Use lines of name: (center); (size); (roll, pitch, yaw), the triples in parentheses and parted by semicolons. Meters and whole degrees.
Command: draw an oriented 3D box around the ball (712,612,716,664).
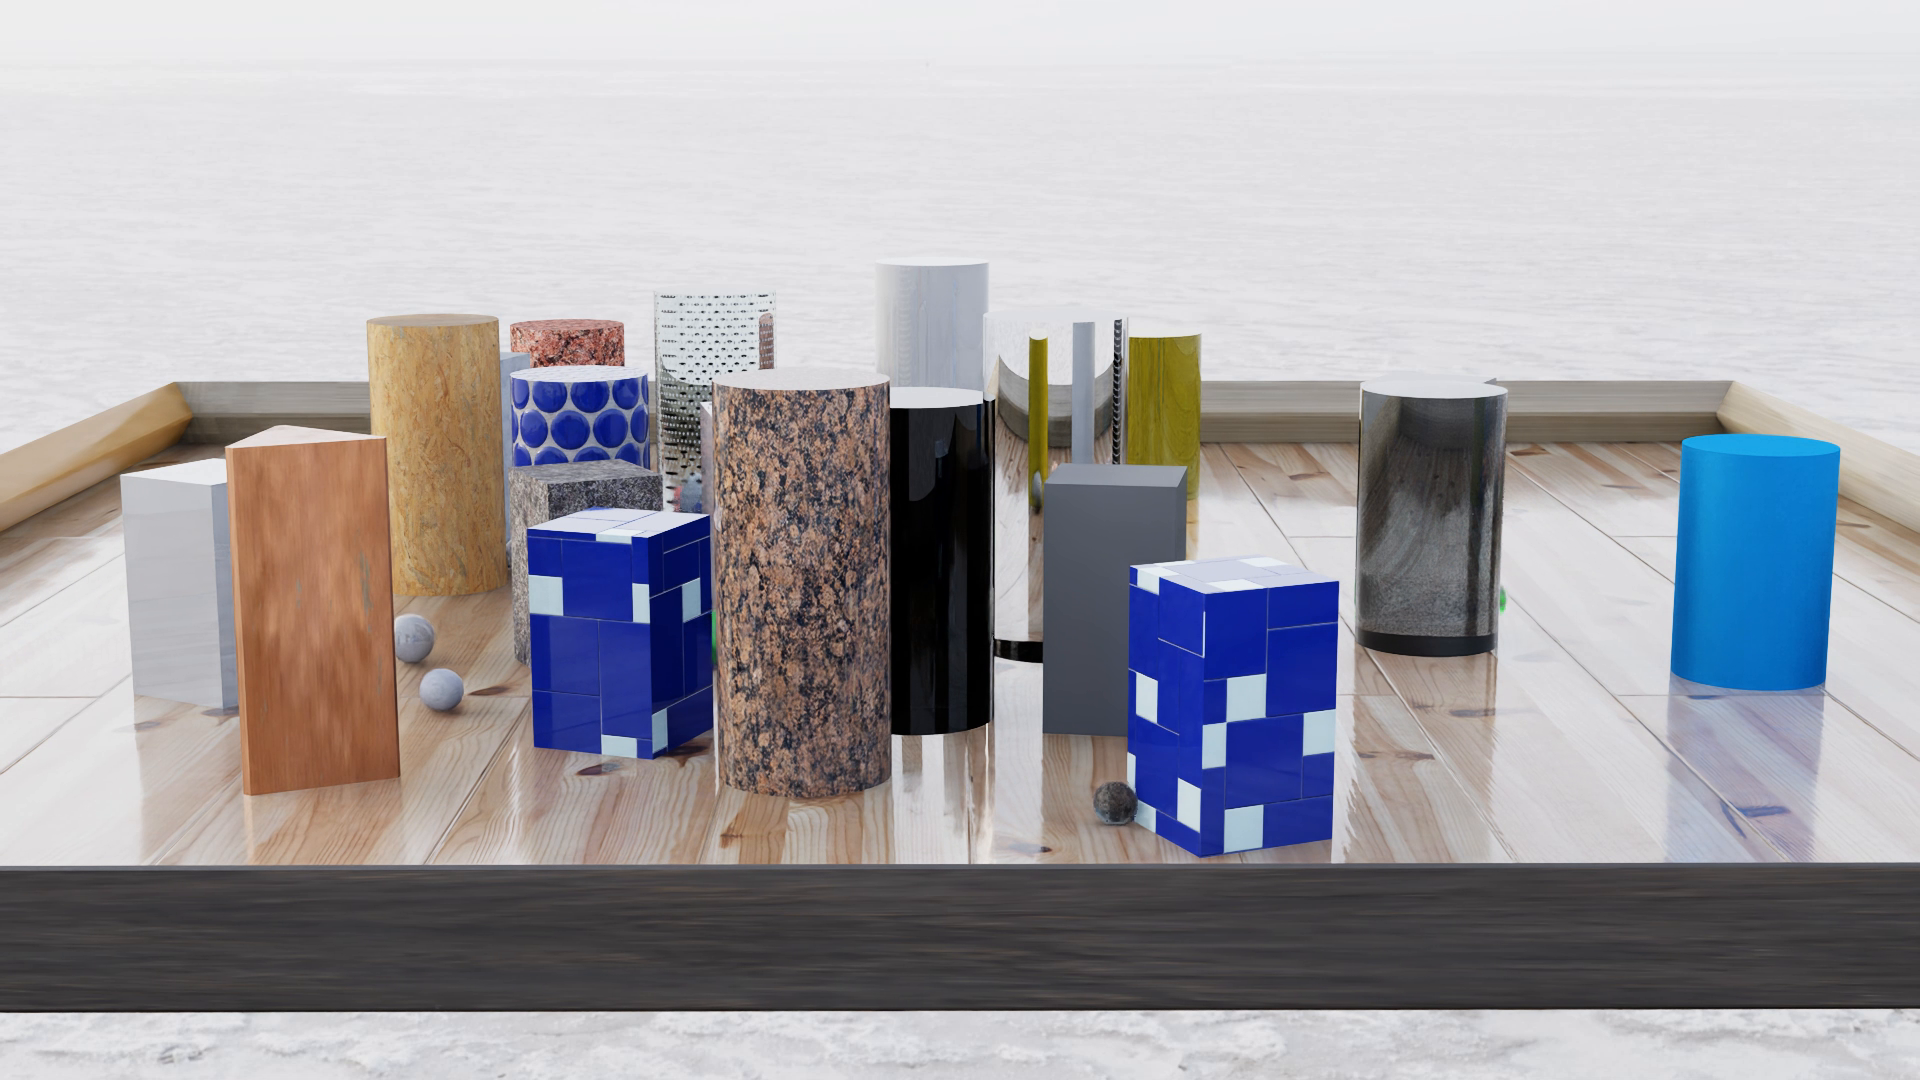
ball: (-0.314, 0.119, 3.104); (0.071, 0.071, 0.071); (0, 11, 0)

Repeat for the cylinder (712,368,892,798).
cylinder: (-0.160, 0.039, 2.612); (0.179, 0.409, 0.179); (0, 11, 0)

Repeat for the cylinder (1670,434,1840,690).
cylinder: (0.945, 0.024, 3.055); (0.179, 0.277, 0.179); (0, 11, 0)

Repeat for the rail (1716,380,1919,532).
rail: (1.471, 0.028, 3.458); (0.045, 0.116, 3.000); (0, 11, 0)

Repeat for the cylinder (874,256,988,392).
cylinder: (-0.044, -0.230, 4.030); (0.179, 0.415, 0.179); (0, 11, 0)

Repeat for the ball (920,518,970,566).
ball: (-0.021, 0.003, 3.724); (0.071, 0.071, 0.071); (0, 11, 0)

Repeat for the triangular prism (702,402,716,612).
triangular prism: (-0.292, -0.032, 3.331); (0.155, 0.283, 0.134); (-9, 14, -41)

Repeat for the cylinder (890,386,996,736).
cylinder: (-0.050, 0.020, 2.850); (0.179, 0.360, 0.179); (0, 11, 0)

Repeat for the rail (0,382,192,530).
rail: (-1.471, 0.031, 3.442); (0.045, 0.116, 3.000); (0, 11, 0)

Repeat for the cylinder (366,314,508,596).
cylinder: (-0.727, -0.121, 3.572); (0.179, 0.371, 0.179); (0, 11, 0)

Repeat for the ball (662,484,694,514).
ball: (-0.451, -0.041, 3.915); (0.086, 0.086, 0.086); (0, 11, 0)

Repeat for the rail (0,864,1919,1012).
rail: (0.009, 0.303, 1.999); (2.990, 0.116, 0.045); (0, 11, 0)

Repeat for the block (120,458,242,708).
block: (-0.862, 0.047, 2.982); (0.143, 0.257, 0.143); (6, 12, 29)

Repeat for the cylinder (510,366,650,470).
cylinder: (-0.497, -0.060, 3.381); (0.179, 0.320, 0.179); (0, 11, 0)

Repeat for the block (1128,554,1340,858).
block: (0.257, 0.154, 2.437); (0.143, 0.249, 0.143); (-5, 12, -24)

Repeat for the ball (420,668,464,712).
ball: (-0.585, 0.169, 2.896); (0.049, 0.049, 0.049); (0, 11, 0)

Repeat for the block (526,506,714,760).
block: (-0.364, 0.097, 2.767); (0.143, 0.238, 0.143); (4, 11, 21)

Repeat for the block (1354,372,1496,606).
block: (0.628, -0.066, 3.461); (0.143, 0.302, 0.143); (6, 12, 27)

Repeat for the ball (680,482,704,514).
ball: (-0.397, -0.053, 4.001); (0.077, 0.077, 0.077); (0, 11, 0)

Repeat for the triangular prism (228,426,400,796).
triangular prism: (-0.674, 0.065, 2.629); (0.155, 0.352, 0.134); (-5, 12, -26)

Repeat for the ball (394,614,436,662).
ball: (-0.670, 0.120, 3.130); (0.060, 0.060, 0.060); (0, 11, 0)

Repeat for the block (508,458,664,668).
block: (-0.451, 0.034, 3.103); (0.143, 0.238, 0.143); (-6, 12, -27)

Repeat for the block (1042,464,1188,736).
block: (0.172, 0.064, 2.837); (0.143, 0.277, 0.143); (2, 11, 9)

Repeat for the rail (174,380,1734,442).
rail: (-0.009, -0.243, 4.901); (2.990, 0.116, 0.045); (0, 11, 0)

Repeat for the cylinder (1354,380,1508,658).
cylinder: (0.590, -0.030, 3.219); (0.179, 0.321, 0.179); (0, 11, 0)

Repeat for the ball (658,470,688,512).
ball: (-0.469, -0.069, 4.072); (0.082, 0.082, 0.082); (0, 11, 0)

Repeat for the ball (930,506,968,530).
ball: (-0.017, -0.024, 3.902); (0.058, 0.058, 0.058); (0, 11, 0)

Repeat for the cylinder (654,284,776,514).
cylinder: (-0.358, -0.173, 3.781); (0.179, 0.394, 0.179); (0, 11, 0)

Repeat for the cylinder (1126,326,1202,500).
cylinder: (0.315, -0.212, 4.310); (0.179, 0.276, 0.179); (0, 11, 0)

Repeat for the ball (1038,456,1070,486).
ball: (0.163, -0.114, 4.373); (0.060, 0.060, 0.060); (0, 11, 0)

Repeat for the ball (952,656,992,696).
ball: (0.013, 0.157, 2.970); (0.047, 0.047, 0.047); (0, 11, 0)

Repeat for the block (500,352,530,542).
block: (-0.731, -0.126, 3.808); (0.143, 0.293, 0.143); (3, 11, 16)

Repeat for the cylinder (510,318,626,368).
cylinder: (-0.622, -0.188, 4.088); (0.179, 0.311, 0.179); (0, 11, 0)

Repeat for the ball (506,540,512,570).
ball: (-0.628, 0.022, 3.670); (0.053, 0.053, 0.053); (0, 11, 0)

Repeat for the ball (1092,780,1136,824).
ball: (0.149, 0.253, 2.469); (0.042, 0.042, 0.042); (0, 11, 0)

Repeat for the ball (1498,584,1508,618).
ball: (0.681, 0.078, 3.342); (0.063, 0.063, 0.063); (0, 11, 0)

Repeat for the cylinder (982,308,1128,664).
cylinder: (0.117, -0.070, 3.176); (0.179, 0.416, 0.179); (0, 11, 0)
